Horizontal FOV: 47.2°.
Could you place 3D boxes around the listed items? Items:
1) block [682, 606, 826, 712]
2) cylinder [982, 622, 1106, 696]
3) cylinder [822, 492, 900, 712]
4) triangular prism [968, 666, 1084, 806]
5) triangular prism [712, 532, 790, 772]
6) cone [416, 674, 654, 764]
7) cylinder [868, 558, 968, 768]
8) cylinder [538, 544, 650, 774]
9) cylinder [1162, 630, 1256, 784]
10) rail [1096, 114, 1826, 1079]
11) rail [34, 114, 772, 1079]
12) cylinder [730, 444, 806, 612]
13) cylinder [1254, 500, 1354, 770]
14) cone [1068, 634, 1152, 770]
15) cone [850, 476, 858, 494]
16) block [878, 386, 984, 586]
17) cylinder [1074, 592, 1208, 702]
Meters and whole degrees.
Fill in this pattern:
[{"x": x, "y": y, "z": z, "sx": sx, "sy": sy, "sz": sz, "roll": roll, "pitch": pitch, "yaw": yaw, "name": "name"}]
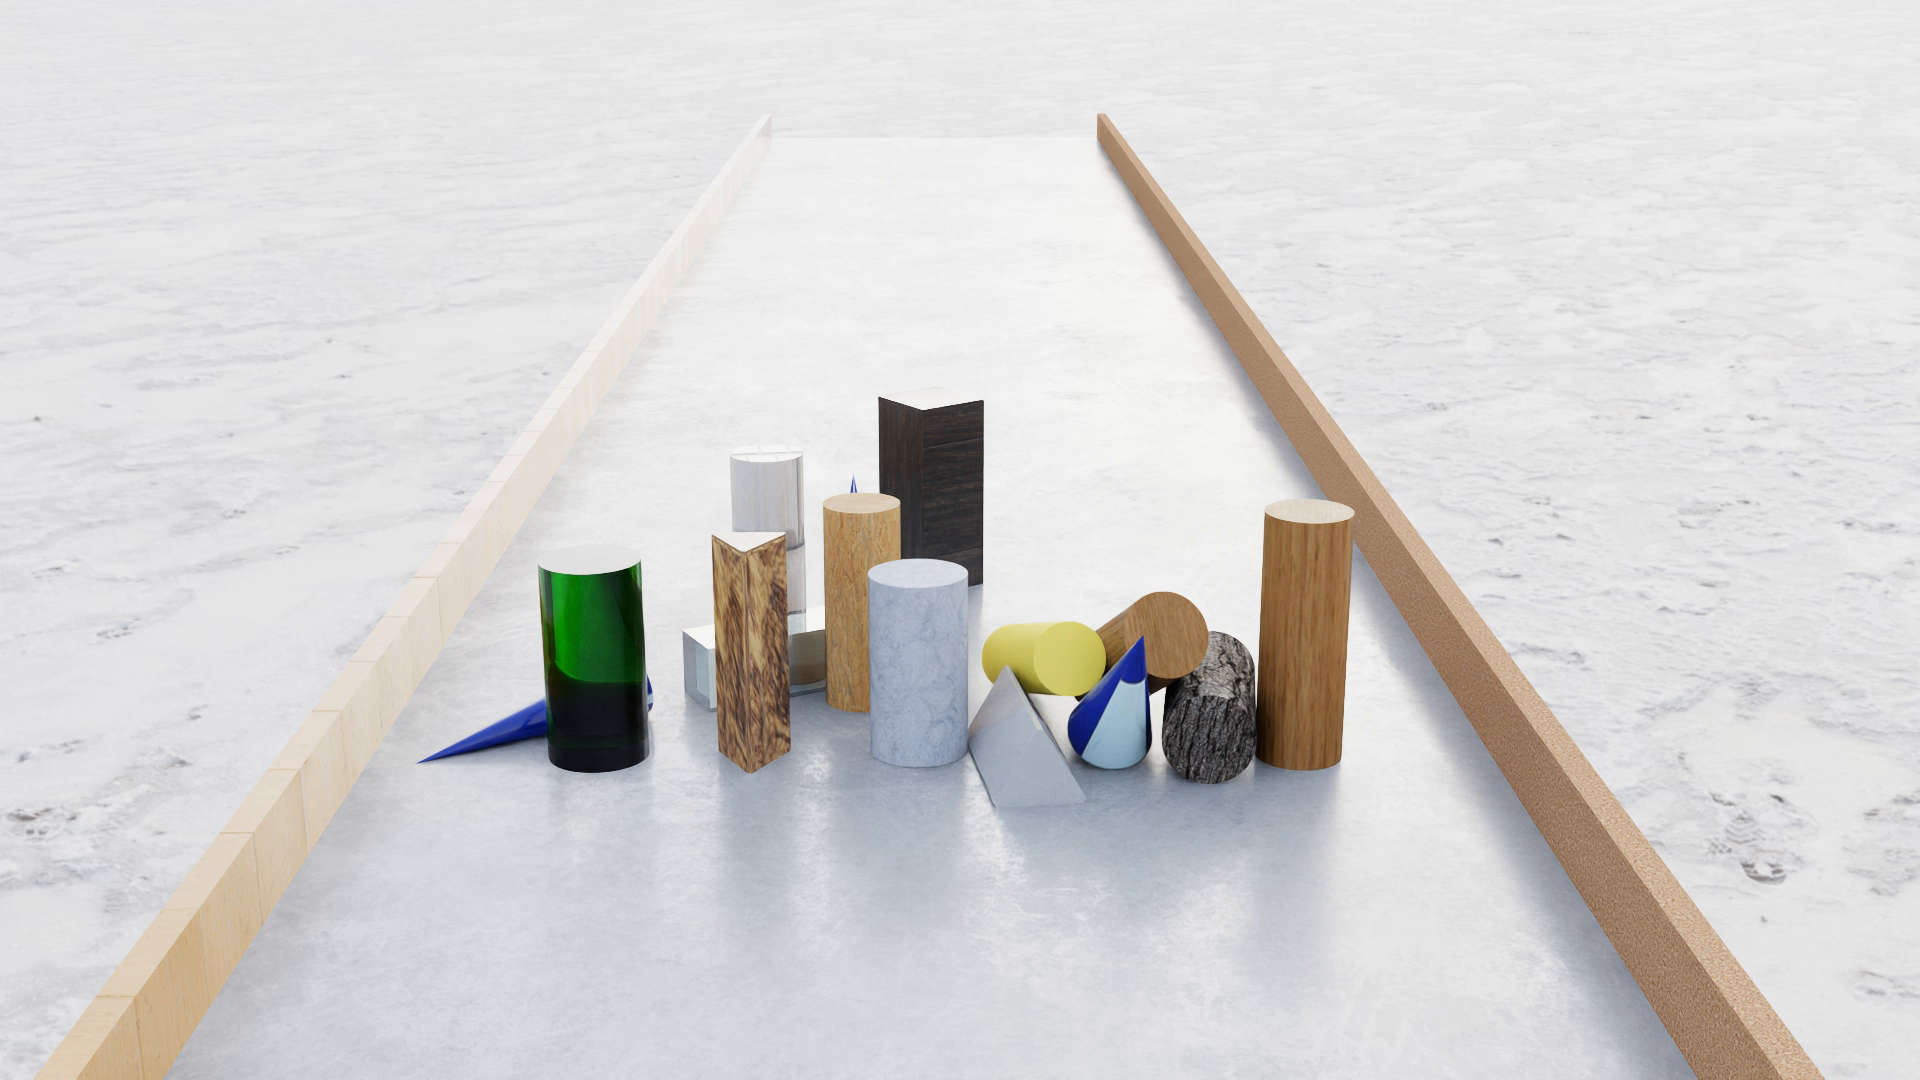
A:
[{"x": -0.339, "y": 0.223, "z": 4.255, "sx": 0.370, "sy": 0.127, "sz": 0.127, "roll": -9, "pitch": 19, "yaw": -28, "name": "block"}, {"x": 0.149, "y": 0.218, "z": 4.049, "sx": 0.132, "sy": 0.132, "sz": 0.394, "roll": -4, "pitch": -2, "yaw": -13, "name": "cylinder"}, {"x": -0.183, "y": 0.117, "z": 4.150, "sx": 0.144, "sy": 0.389, "sz": 0.144, "roll": 0, "pitch": 17, "yaw": 0, "name": "cylinder"}, {"x": 0.110, "y": 0.336, "z": 3.848, "sx": 0.155, "sy": 0.135, "sz": 0.320, "roll": -3, "pitch": 17, "yaw": -8, "name": "triangular prism"}, {"x": -0.353, "y": 0.190, "z": 3.874, "sx": 0.111, "sy": 0.407, "sz": 0.128, "roll": -10, "pitch": 19, "yaw": -29, "name": "triangular prism"}, {"x": -0.785, "y": 0.332, "z": 4.008, "sx": 0.447, "sy": 0.118, "sz": 0.118, "roll": -20, "pitch": 24, "yaw": -31, "name": "cone"}, {"x": -0.074, "y": 0.217, "z": 3.912, "sx": 0.176, "sy": 0.331, "sz": 0.176, "roll": 0, "pitch": 16, "yaw": 0, "name": "cylinder"}, {"x": -0.646, "y": 0.208, "z": 3.887, "sx": 0.180, "sy": 0.365, "sz": 0.180, "roll": 0, "pitch": 17, "yaw": 0, "name": "cylinder"}, {"x": 0.449, "y": 0.295, "z": 3.946, "sx": 0.164, "sy": 0.164, "sz": 0.342, "roll": 2, "pitch": 17, "yaw": 7, "name": "cylinder"}, {"x": 0.932, "y": -0.844, "z": 7.801, "sx": 0.050, "sy": 0.150, "sz": 12.000, "roll": 0, "pitch": 17, "yaw": -1, "name": "rail"}, {"x": -1.118, "y": -0.838, "z": 7.780, "sx": 0.050, "sy": 0.150, "sz": 12.000, "roll": 0, "pitch": 17, "yaw": -1, "name": "rail"}, {"x": -0.380, "y": 0.032, "z": 4.372, "sx": 0.145, "sy": 0.425, "sz": 0.145, "roll": 0, "pitch": 17, "yaw": 0, "name": "cylinder"}, {"x": 0.605, "y": 0.166, "z": 3.873, "sx": 0.155, "sy": 0.452, "sz": 0.155, "roll": 0, "pitch": 17, "yaw": 0, "name": "cylinder"}, {"x": 0.284, "y": 0.247, "z": 3.753, "sx": 0.154, "sy": 0.354, "sz": 0.154, "roll": 3, "pitch": 58, "yaw": -5, "name": "cone"}, {"x": -0.224, "y": 0.006, "z": 4.668, "sx": 0.116, "sy": 0.308, "sz": 0.116, "roll": 0, "pitch": 17, "yaw": 0, "name": "cone"}, {"x": -0.063, "y": -0.109, "z": 4.856, "sx": 0.165, "sy": 0.420, "sz": 0.165, "roll": -12, "pitch": 20, "yaw": -35, "name": "block"}, {"x": 0.315, "y": 0.208, "z": 3.968, "sx": 0.154, "sy": 0.154, "sz": 0.369, "roll": -4, "pitch": -13, "yaw": -14, "name": "cylinder"}]
